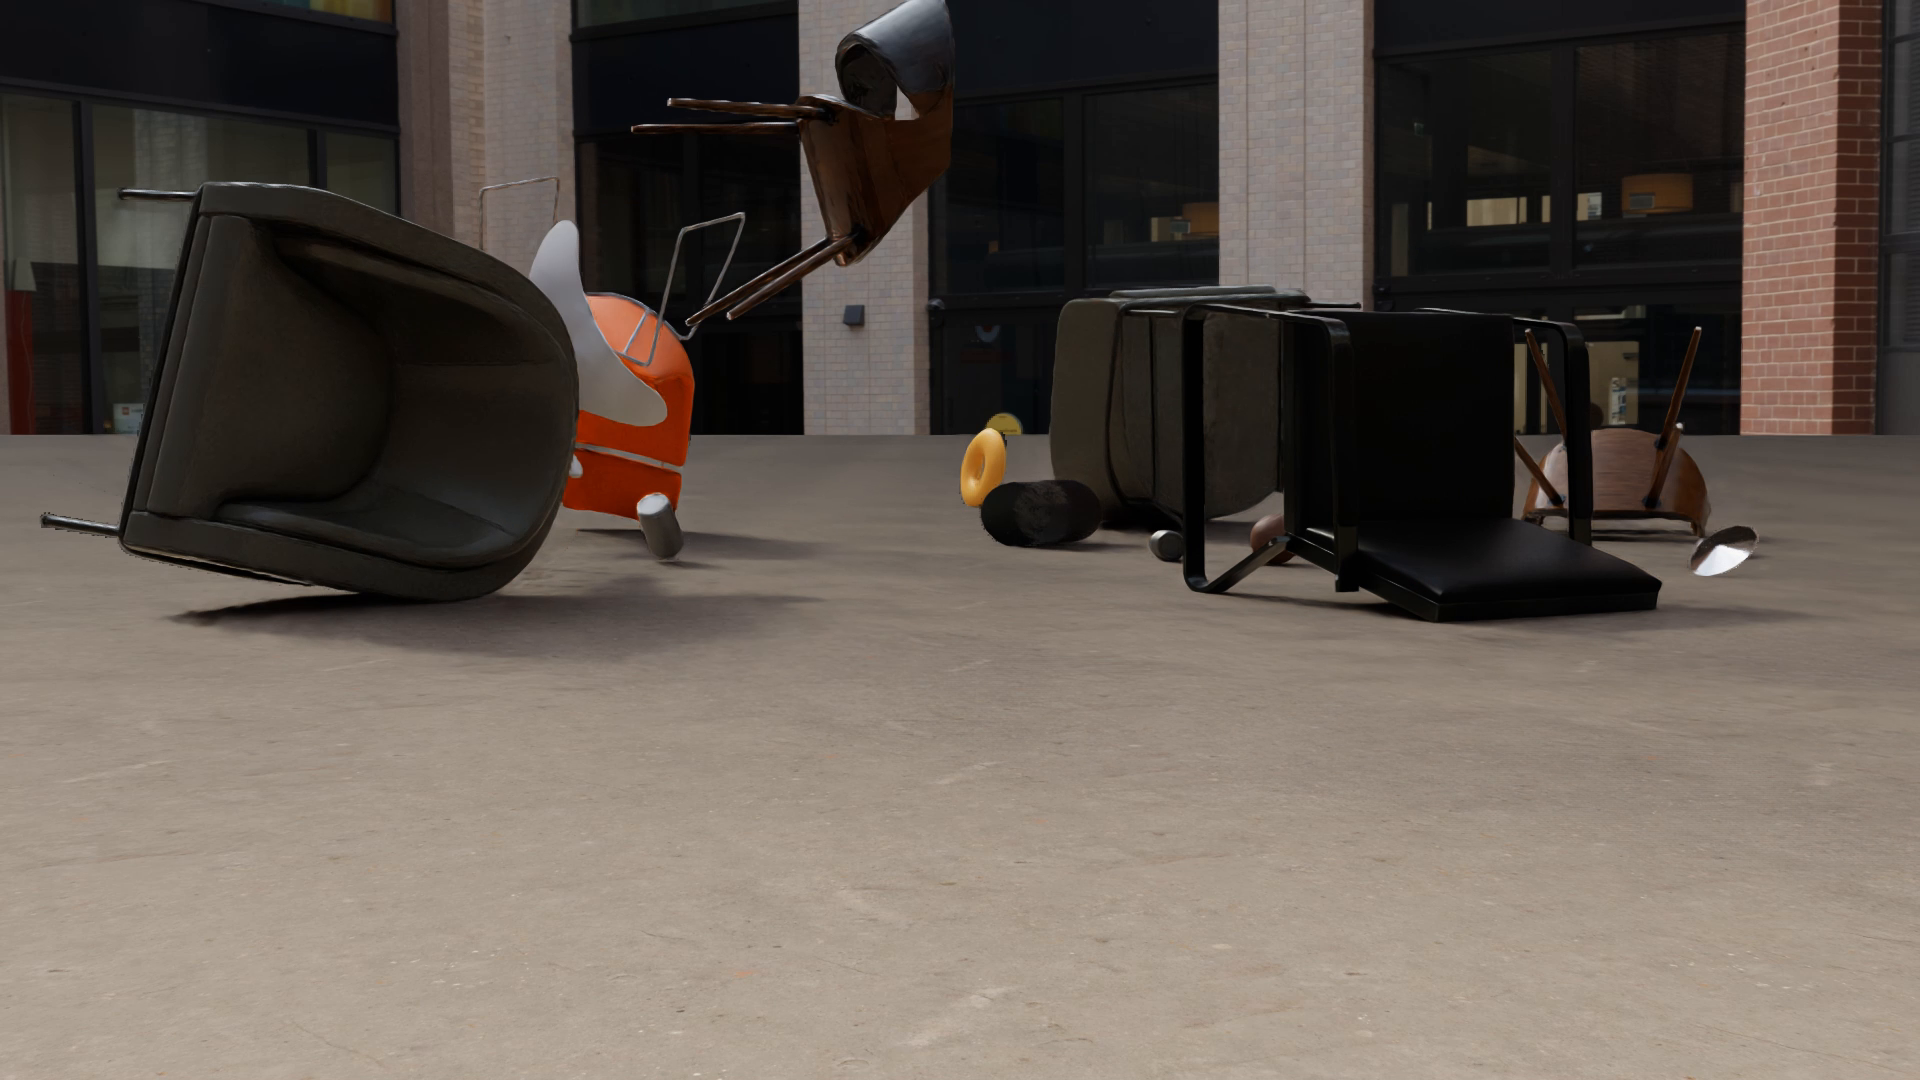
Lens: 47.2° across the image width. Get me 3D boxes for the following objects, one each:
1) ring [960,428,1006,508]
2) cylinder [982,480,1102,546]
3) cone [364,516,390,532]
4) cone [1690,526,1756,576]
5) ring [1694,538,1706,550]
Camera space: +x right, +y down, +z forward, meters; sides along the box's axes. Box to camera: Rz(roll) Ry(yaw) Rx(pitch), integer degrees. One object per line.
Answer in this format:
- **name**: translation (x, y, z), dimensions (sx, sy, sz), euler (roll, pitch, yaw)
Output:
- **ring**: translation (0.086, -0.272, 8.320), dimensions (0.064, 0.282, 0.380), euler (4, -23, -22)
- **cylinder**: translation (0.237, -0.079, 6.359), dimensions (0.235, 0.182, 0.274), euler (6, 7, 36)
- **cone**: translation (-1.855, -0.038, 6.936), dimensions (0.075, 0.047, 0.081), euler (-3, 17, 38)
- **cone**: translation (1.839, 0.014, 5.328), dimensions (0.168, 0.094, 0.105), euler (-33, 6, 14)
- **ring**: translation (2.043, 0.020, 5.896), dimensions (0.114, 0.050, 0.280), euler (4, 5, 37)
